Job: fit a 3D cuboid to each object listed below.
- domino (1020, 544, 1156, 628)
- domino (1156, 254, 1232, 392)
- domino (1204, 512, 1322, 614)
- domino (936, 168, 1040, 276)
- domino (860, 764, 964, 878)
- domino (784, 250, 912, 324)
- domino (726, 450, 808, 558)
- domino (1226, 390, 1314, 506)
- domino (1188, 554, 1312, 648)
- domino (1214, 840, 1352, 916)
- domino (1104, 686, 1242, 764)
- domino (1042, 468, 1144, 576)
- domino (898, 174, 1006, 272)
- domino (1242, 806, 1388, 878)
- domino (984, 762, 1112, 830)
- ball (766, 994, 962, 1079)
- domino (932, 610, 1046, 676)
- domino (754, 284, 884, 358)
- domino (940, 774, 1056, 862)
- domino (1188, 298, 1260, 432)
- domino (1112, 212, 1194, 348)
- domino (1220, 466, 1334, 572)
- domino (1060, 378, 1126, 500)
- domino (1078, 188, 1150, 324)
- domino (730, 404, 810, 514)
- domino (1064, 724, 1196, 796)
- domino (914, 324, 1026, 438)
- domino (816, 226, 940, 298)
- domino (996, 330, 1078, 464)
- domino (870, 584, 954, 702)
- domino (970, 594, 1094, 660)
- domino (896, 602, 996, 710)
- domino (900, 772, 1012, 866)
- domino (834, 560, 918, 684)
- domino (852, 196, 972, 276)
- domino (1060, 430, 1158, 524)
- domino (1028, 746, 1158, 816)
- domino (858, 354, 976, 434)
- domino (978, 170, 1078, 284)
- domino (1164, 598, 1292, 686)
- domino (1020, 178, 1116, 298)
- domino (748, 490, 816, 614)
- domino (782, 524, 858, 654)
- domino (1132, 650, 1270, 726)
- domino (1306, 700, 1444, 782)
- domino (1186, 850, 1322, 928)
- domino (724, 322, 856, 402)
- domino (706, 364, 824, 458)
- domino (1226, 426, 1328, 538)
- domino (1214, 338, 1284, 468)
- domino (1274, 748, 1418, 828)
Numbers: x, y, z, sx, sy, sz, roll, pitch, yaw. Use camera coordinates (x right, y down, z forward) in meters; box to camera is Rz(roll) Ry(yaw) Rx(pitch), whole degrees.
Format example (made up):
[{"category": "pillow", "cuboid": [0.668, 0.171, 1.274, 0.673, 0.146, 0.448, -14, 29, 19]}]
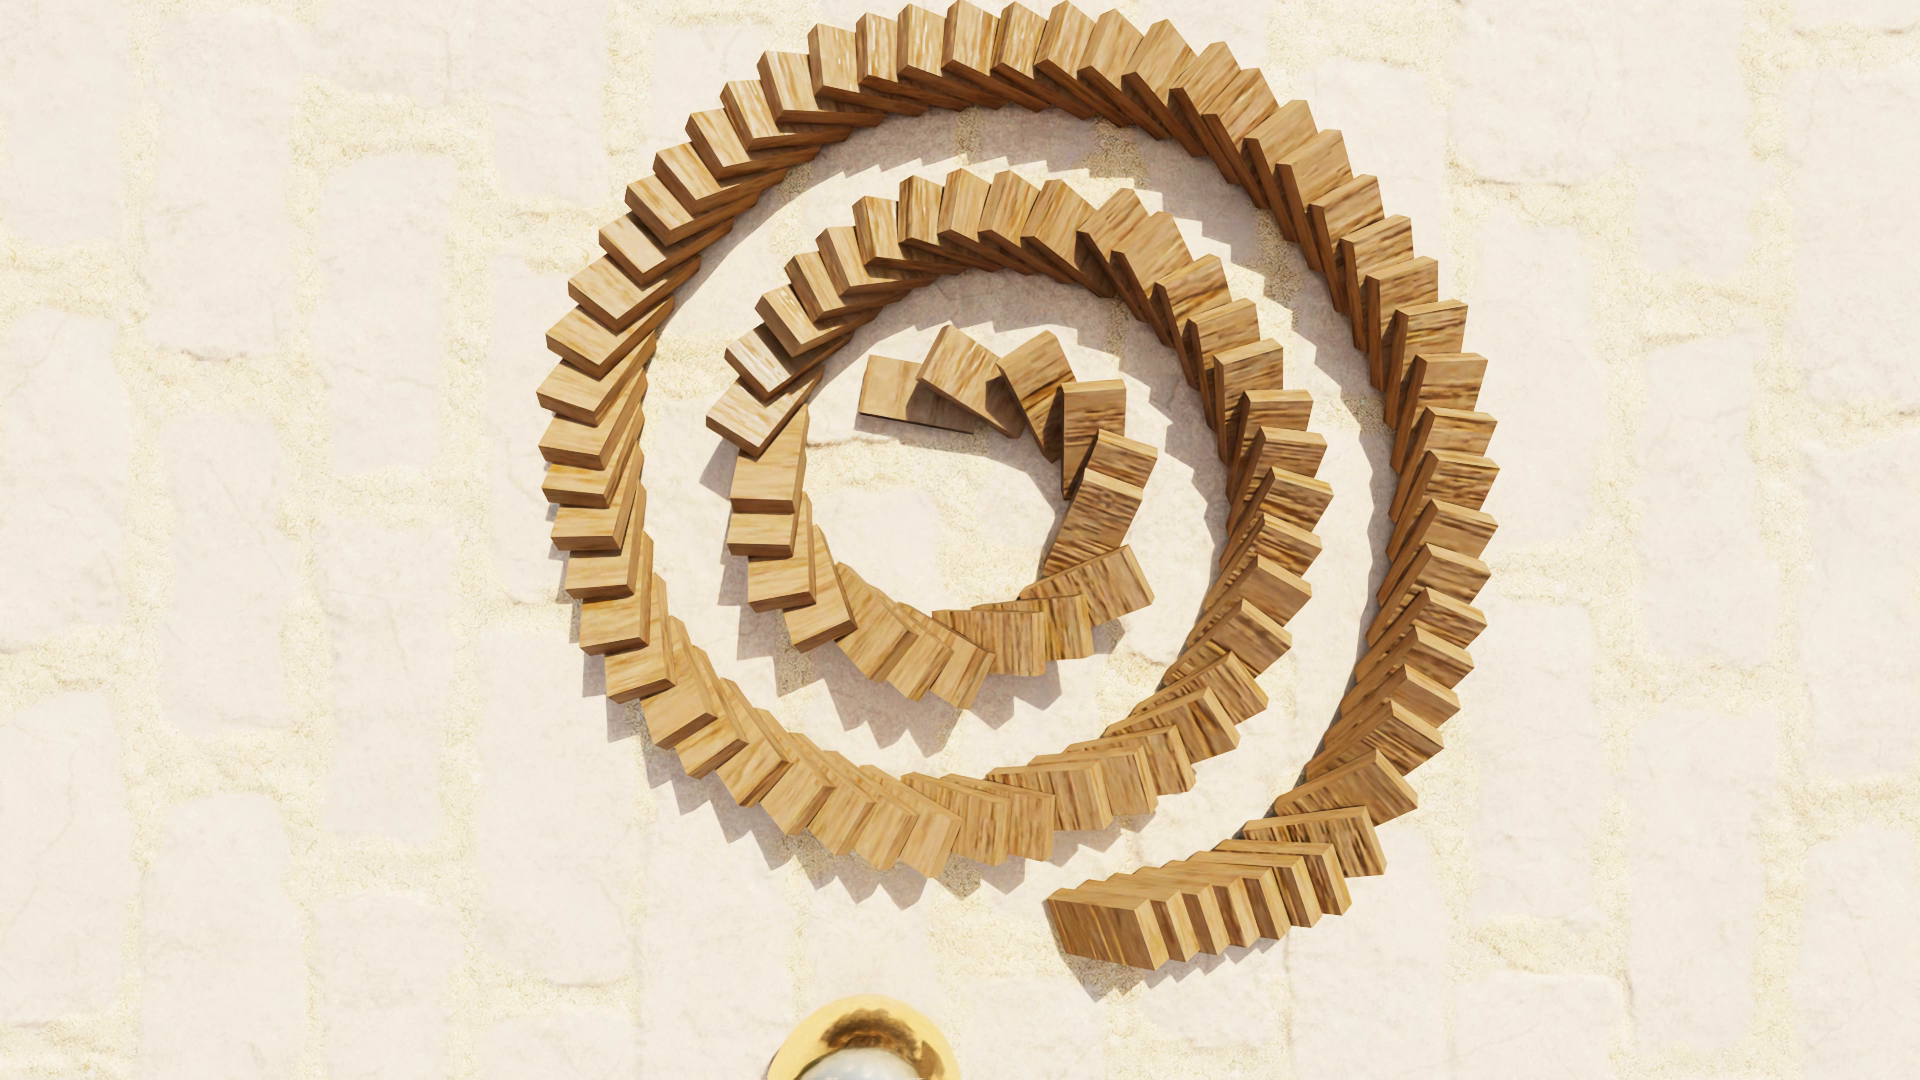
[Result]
[{"category": "domino", "cuboid": [0.053, 0.023, 0.384, 0.050, 0.010, 0.025, -24, 97, 26]}, {"category": "domino", "cuboid": [0.102, -0.090, 0.383, 0.025, 0.010, 0.050, -28, 121, 0]}, {"category": "domino", "cuboid": [0.125, 0.015, 0.382, 0.025, 0.009, 0.050, 23, 125, -1]}, {"category": "domino", "cuboid": [0.015, -0.131, 0.380, 0.050, 0.010, 0.025, 12, 87, -39]}, {"category": "domino", "cuboid": [-0.025, 0.117, 0.383, 0.050, 0.010, 0.025, 21, 90, 32]}, {"category": "domino", "cuboid": [-0.046, -0.108, 0.380, 0.050, 0.009, 0.025, -28, 90, -42]}, {"category": "domino", "cuboid": [-0.080, -0.017, 0.383, 0.025, 0.010, 0.050, 2, 58, 0]}, {"category": "domino", "cuboid": [0.128, -0.038, 0.381, 0.025, 0.010, 0.050, -1, 127, 0]}, {"category": "domino", "cuboid": [0.120, 0.032, 0.382, 0.025, 0.009, 0.050, 30, 125, -1]}, {"category": "domino", "cuboid": [0.132, 0.138, 0.378, 0.009, 0.050, 0.025, -19, 90, -42]}, {"category": "domino", "cuboid": [0.088, 0.082, 0.381, 0.050, 0.009, 0.025, -31, 94, 34]}, {"category": "domino", "cuboid": [0.055, -0.003, 0.382, 0.025, 0.010, 0.050, 20, 124, 0]}, {"category": "domino", "cuboid": [-0.002, -0.130, 0.380, 0.050, 0.010, 0.025, 4, 86, -39]}, {"category": "domino", "cuboid": [0.147, 0.128, 0.382, 0.050, 0.009, 0.025, -21, 90, 34]}, {"category": "domino", "cuboid": [0.036, 0.107, 0.382, 0.050, 0.010, 0.025, -13, 91, 33]}, {"category": "ball", "cuboid": [-0.038, 0.223, 0.360, 0.080, 0.080, 0.080, 0, 90, 0]}, {"category": "domino", "cuboid": [0.011, 0.042, 0.382, 0.050, 0.009, 0.025, -2, 90, 36]}, {"category": "domino", "cuboid": [-0.058, -0.096, 0.380, 0.025, 0.010, 0.050, 52, 49, 0]}, {"category": "domino", "cuboid": [0.014, 0.115, 0.383, 0.050, 0.009, 0.025, 3, 90, 31]}, {"category": "domino", "cuboid": [0.113, -0.072, 0.383, 0.025, 0.010, 0.050, -20, 120, 0]}, {"category": "domino", "cuboid": [0.086, -0.108, 0.382, 0.025, 0.010, 0.050, -41, 123, -3]}, {"category": "domino", "cuboid": [0.131, -0.004, 0.381, 0.025, 0.010, 0.050, 16, 126, -4]}, {"category": "domino", "cuboid": [0.055, -0.041, 0.382, 0.025, 0.010, 0.050, -4, 123, 0]}, {"category": "domino", "cuboid": [0.073, -0.118, 0.383, 0.025, 0.009, 0.050, -45, 123, 0]}, {"category": "domino", "cuboid": [-0.079, -0.035, 0.383, 0.025, 0.009, 0.050, 2, 58, 0]}, {"category": "domino", "cuboid": [0.070, 0.095, 0.382, 0.050, 0.010, 0.025, -20, 90, 33]}, {"category": "domino", "cuboid": [0.009, -0.066, 0.385, 0.050, 0.009, 0.025, 29, 84, -23]}, {"category": "domino", "cuboid": [-0.033, -0.117, 0.380, 0.050, 0.009, 0.025, -21, 89, -42]}, {"category": "domino", "cuboid": [0.037, -0.059, 0.382, 0.025, 0.010, 0.050, -33, 124, -2]}, {"category": "domino", "cuboid": [-0.028, 0.042, 0.381, 0.050, 0.010, 0.025, 36, 92, 36]}, {"category": "domino", "cuboid": [0.030, 0.038, 0.383, 0.050, 0.010, 0.025, -8, 90, 33]}, {"category": "domino", "cuboid": [-0.012, 0.047, 0.382, 0.050, 0.010, 0.025, 26, 90, 36]}, {"category": "domino", "cuboid": [-0.003, 0.115, 0.382, 0.050, 0.010, 0.025, 6, 92, 34]}, {"category": "domino", "cuboid": [-0.042, 0.034, 0.381, 0.025, 0.010, 0.050, -52, 55, 3]}, {"category": "domino", "cuboid": [-0.019, -0.125, 0.380, 0.050, 0.010, 0.025, -8, 86, -41]}, {"category": "domino", "cuboid": [0.061, -0.019, 0.382, 0.025, 0.010, 0.050, 18, 124, 0]}, {"category": "domino", "cuboid": [0.055, 0.101, 0.382, 0.050, 0.009, 0.025, -15, 93, 33]}, {"category": "domino", "cuboid": [-0.016, -0.063, 0.395, 0.050, 0.010, 0.025, 10, 90, 0]}, {"category": "domino", "cuboid": [0.032, -0.129, 0.381, 0.050, 0.009, 0.025, 18, 88, -38]}, {"category": "domino", "cuboid": [0.111, 0.050, 0.382, 0.025, 0.010, 0.050, 37, 124, 0]}, {"category": "domino", "cuboid": [0.050, -0.124, 0.381, 0.050, 0.010, 0.025, 25, 90, -37]}, {"category": "domino", "cuboid": [-0.074, 0.004, 0.382, 0.025, 0.010, 0.050, -11, 56, 4]}, {"category": "domino", "cuboid": [-0.063, 0.020, 0.383, 0.025, 0.009, 0.050, -24, 58, 0]}, {"category": "domino", "cuboid": [0.100, 0.070, 0.383, 0.050, 0.009, 0.025, -38, 90, 31]}, {"category": "domino", "cuboid": [0.171, 0.090, 0.381, 0.025, 0.009, 0.050, 32, 126, -4]}, {"category": "domino", "cuboid": [0.121, 0.143, 0.378, 0.010, 0.050, 0.025, -19, 90, -42]}, {"category": "domino", "cuboid": [-0.071, -0.082, 0.384, 0.025, 0.010, 0.050, 47, 62, 0]}, {"category": "domino", "cuboid": [-0.081, -0.061, 0.384, 0.025, 0.009, 0.050, 32, 61, 0]}, {"category": "domino", "cuboid": [0.131, -0.022, 0.381, 0.025, 0.009, 0.050, 6, 127, -3]}, {"category": "domino", "cuboid": [0.120, -0.056, 0.381, 0.025, 0.010, 0.050, -17, 128, -1]}, {"category": "domino", "cuboid": [0.160, 0.109, 0.382, 0.025, 0.009, 0.050, 48, 124, 0]}]
